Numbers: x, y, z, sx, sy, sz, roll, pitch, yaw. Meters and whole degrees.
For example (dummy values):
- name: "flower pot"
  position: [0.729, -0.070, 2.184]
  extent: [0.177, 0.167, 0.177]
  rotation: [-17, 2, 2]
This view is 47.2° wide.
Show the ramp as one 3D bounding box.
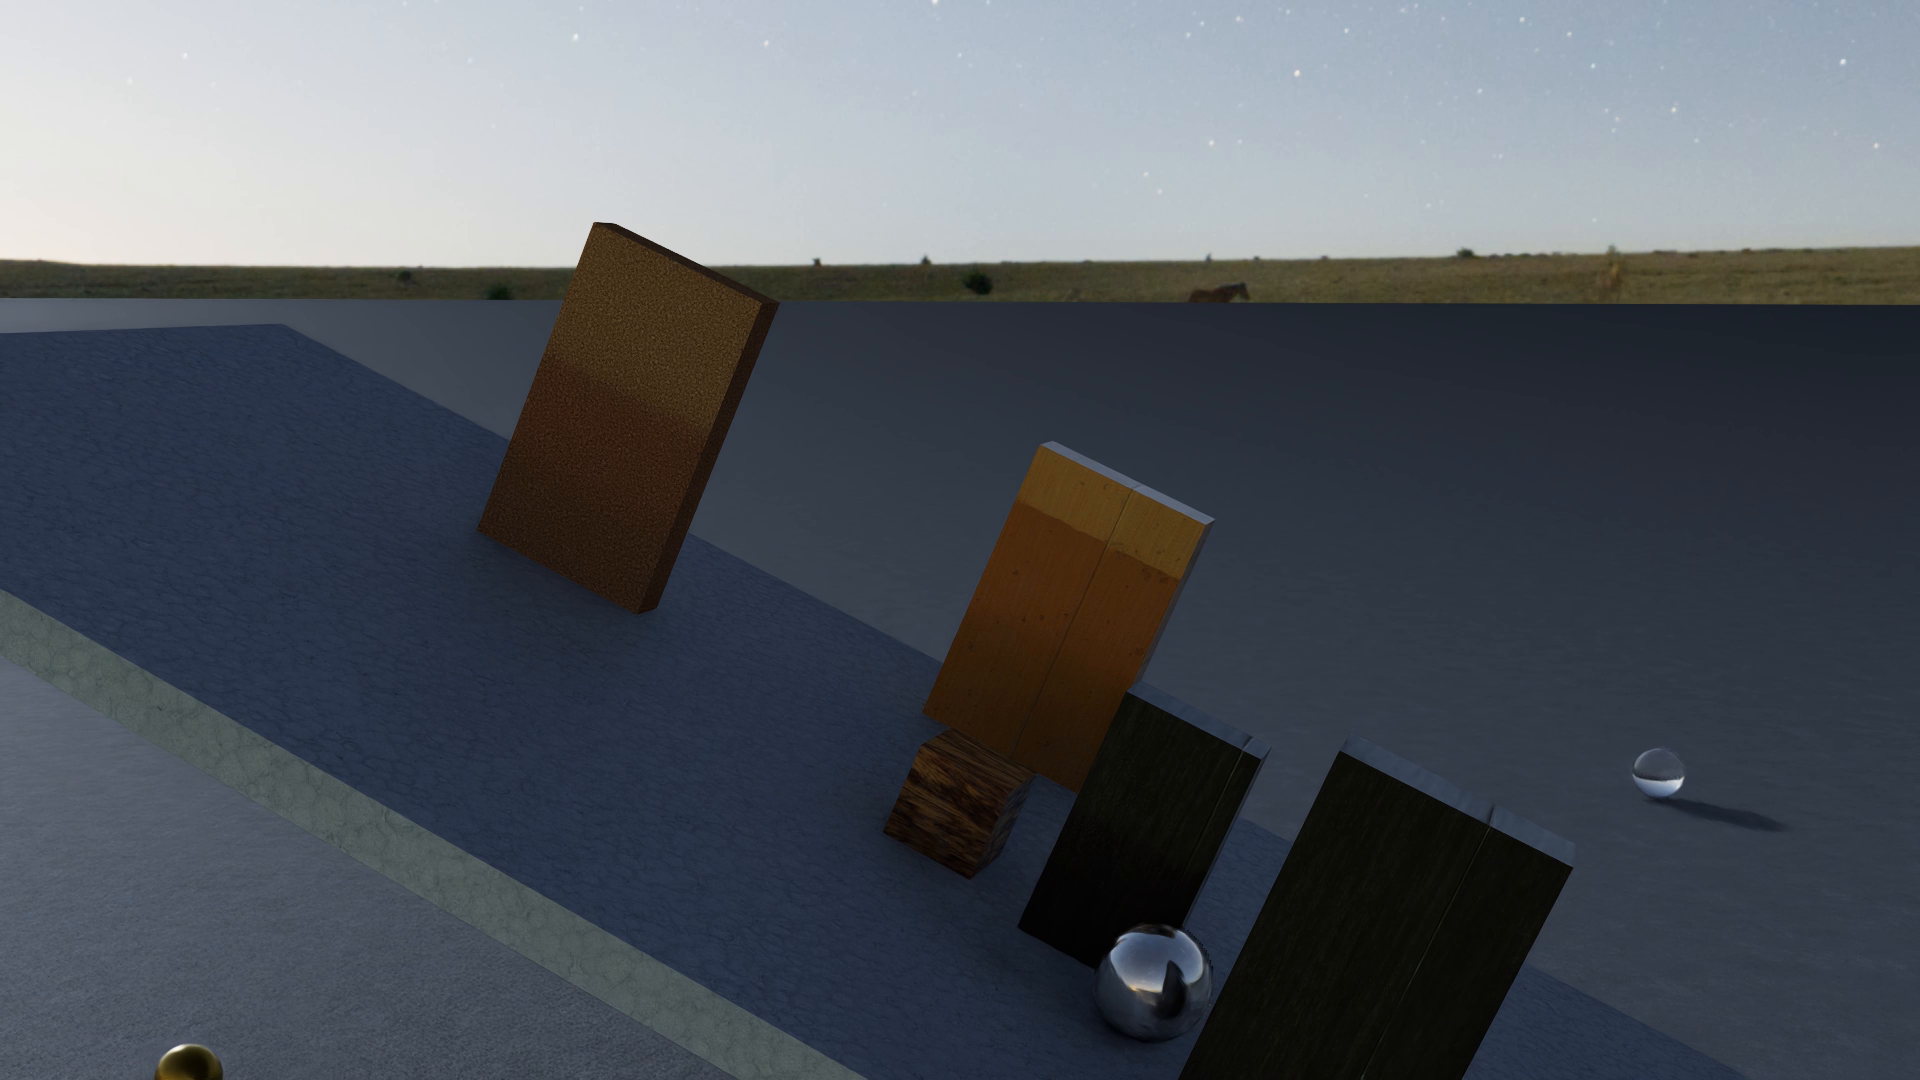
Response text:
- name: "ramp"
  position: [-0.280, 0.483, 4.179]
  extent: [4.000, 0.100, 2.000]
  rotation: [27, 13, 13]

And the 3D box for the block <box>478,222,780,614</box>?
- name: "block"
  position: [-0.697, -0.253, 4.583]
  extent: [0.404, 0.706, 0.097]
  rotation: [27, 13, 13]

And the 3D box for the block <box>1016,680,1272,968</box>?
- name: "block"
  position: [0.318, 0.516, 3.814]
  extent: [0.255, 0.471, 0.109]
  rotation: [27, 13, 13]

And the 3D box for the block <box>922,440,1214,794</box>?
- name: "block"
  position: [0.227, 0.164, 4.671]
  extent: [0.386, 0.639, 0.109]
  rotation: [27, 13, 13]

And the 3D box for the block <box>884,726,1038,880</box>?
- name: "block"
  position: [0.003, 0.481, 4.046]
  extent: [0.182, 0.182, 0.182]
  rotation: [27, 14, 14]

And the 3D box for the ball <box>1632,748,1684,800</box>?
- name: "ball"
  position: [2.470, 0.827, 7.778]
  extent: [0.177, 0.177, 0.177]
  rotation: [0, 7, 0]

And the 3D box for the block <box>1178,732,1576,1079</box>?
- name: "block"
  position: [0.604, 0.670, 3.299]
  extent: [0.364, 0.654, 0.135]
  rotation: [27, 13, 13]

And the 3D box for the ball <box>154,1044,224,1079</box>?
- name: "ball"
  position: [-1.711, 1.191, 4.876]
  extent: [0.146, 0.146, 0.146]
  rotation: [0, 7, 0]

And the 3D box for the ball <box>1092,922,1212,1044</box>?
- name: "ball"
  position: [0.314, 0.724, 3.602]
  extent: [0.195, 0.195, 0.195]
  rotation: [0, 7, 0]
